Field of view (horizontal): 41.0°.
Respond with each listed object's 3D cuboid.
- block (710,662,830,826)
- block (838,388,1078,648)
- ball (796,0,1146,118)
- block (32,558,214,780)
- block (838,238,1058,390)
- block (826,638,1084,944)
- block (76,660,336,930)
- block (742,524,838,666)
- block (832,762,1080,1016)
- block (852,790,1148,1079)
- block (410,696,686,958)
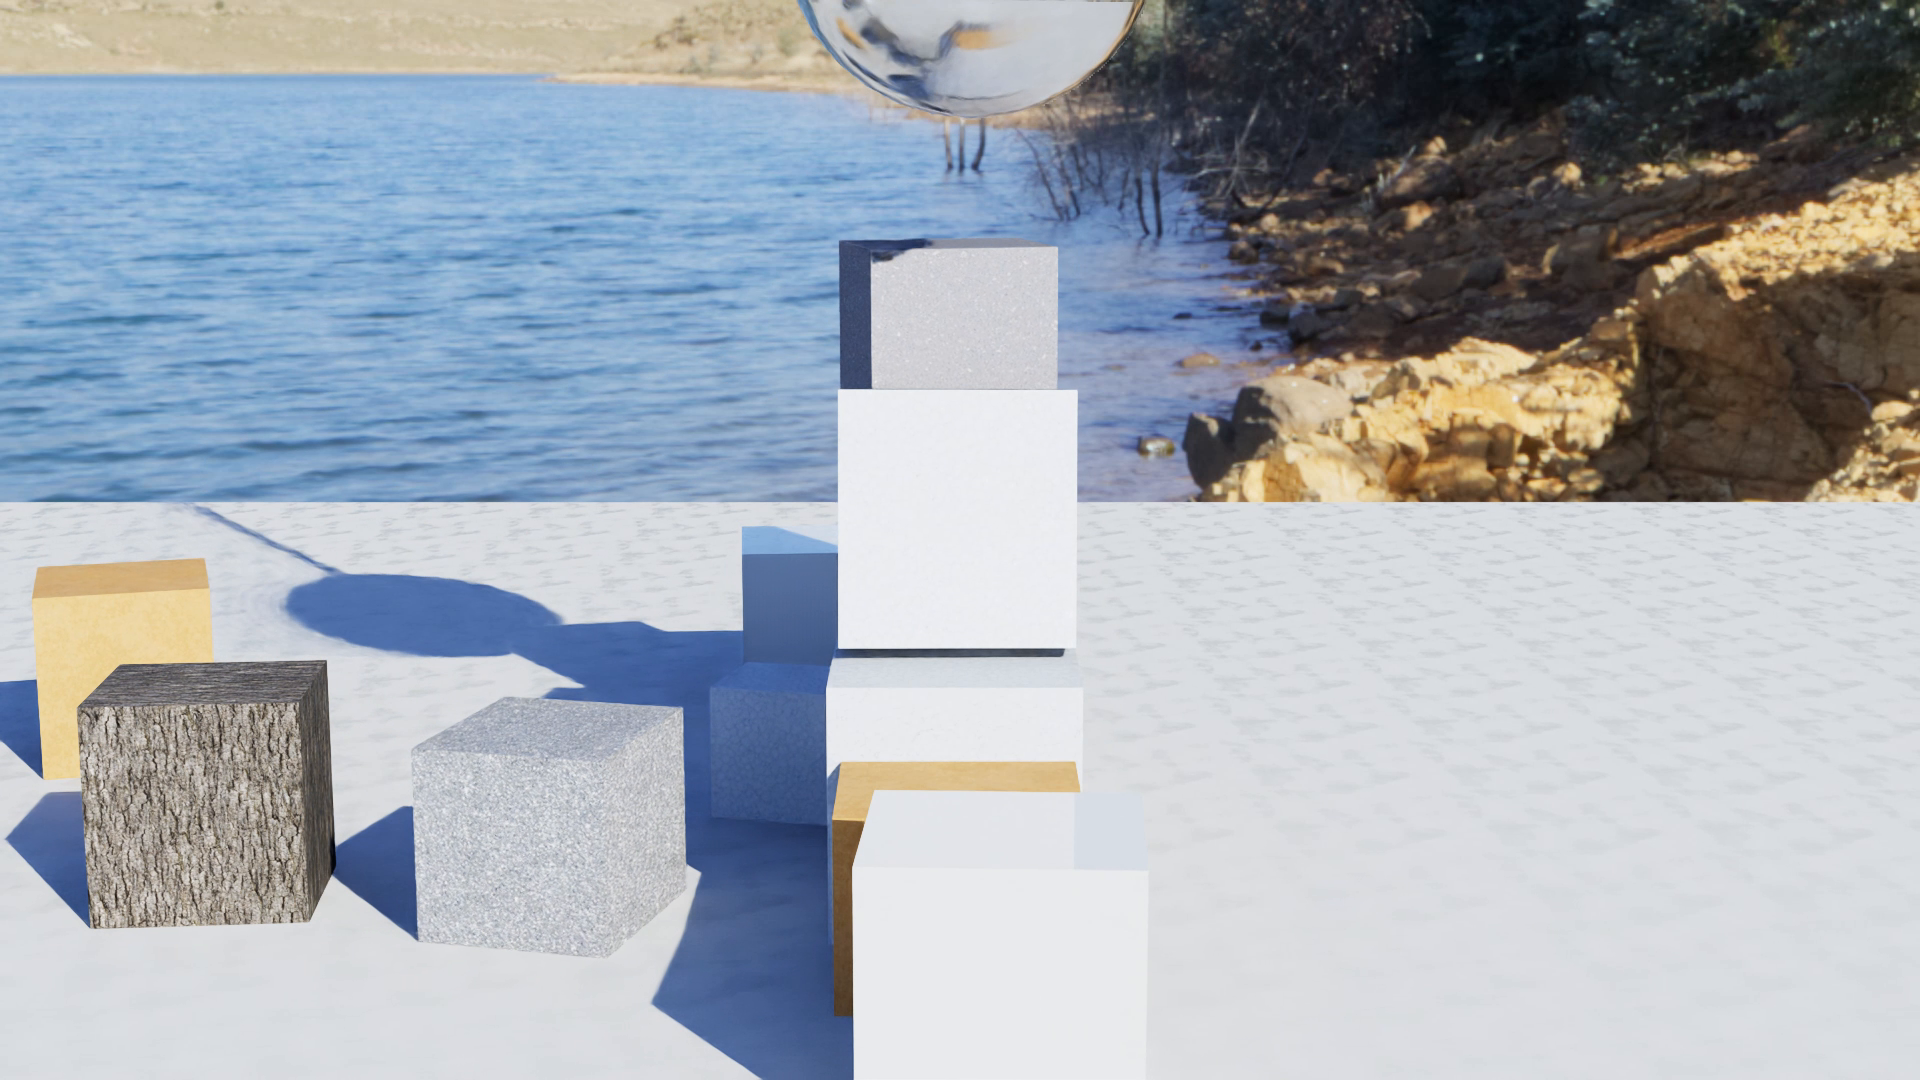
[{"bbox_3d":[-0.817,0.978,12.400,0.622,0.639,0.556,3,11,14],"label":"block"},{"bbox_3d":[-0.028,-0.119,11.231,0.995,1.078,1.081,0,4,-2],"label":"block"},{"bbox_3d":[0.046,-2.572,10.713,1.600,1.600,1.600,0,10,0],"label":"ball"},{"bbox_3d":[-4.341,0.653,13.368,0.850,0.933,0.876,-3,11,-17],"label":"block"},{"bbox_3d":[-0.064,-0.968,12.224,0.890,0.885,0.711,-3,11,-14],"label":"block"},{"bbox_3d":[-0.021,1.036,10.858,1.031,1.077,0.968,0,10,0],"label":"block"},{"bbox_3d":[-3.208,1.074,11.009,0.893,0.947,0.789,-1,10,-5],"label":"block"},{"bbox_3d":[-0.746,0.433,14.676,0.987,0.897,0.890,-1,10,-5],"label":"block"},{"bbox_3d":[-0.005,1.344,10.008,0.943,0.774,0.802,0,10,0],"label":"block"},{"bbox_3d":[0.152,1.458,8.877,0.964,0.955,0.911,0,10,3],"label":"block"},{"bbox_3d":[-1.705,1.184,10.769,0.826,0.818,0.912,3,11,14],"label":"block"}]
